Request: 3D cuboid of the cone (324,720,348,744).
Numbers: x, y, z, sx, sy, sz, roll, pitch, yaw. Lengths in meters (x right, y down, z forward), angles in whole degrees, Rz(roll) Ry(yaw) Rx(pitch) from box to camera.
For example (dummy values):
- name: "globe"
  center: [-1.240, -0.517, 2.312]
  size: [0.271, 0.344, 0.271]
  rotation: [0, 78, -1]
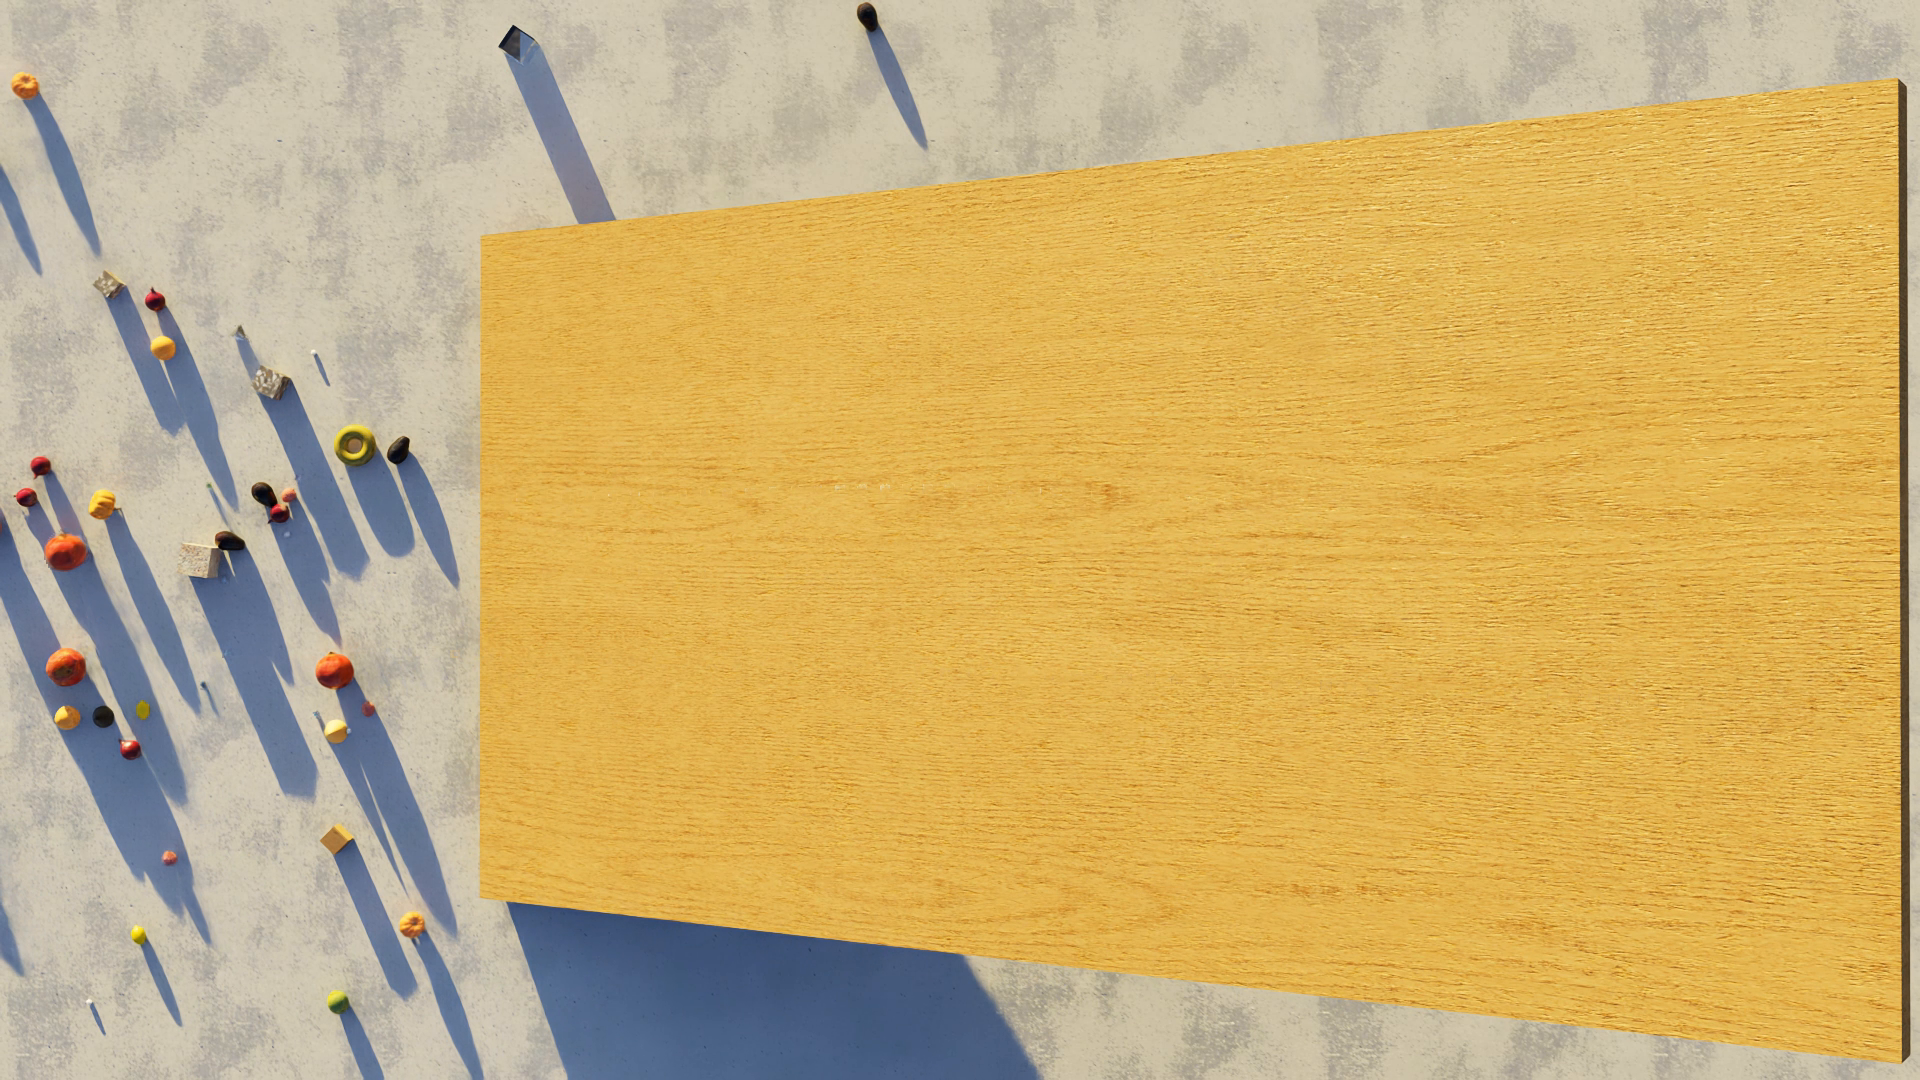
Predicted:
- name: "cone"
  center: [-1.906, 0.585, 6.682]
  size: [0.072, 0.072, 0.072]
  rotation: [0, 90, 0]

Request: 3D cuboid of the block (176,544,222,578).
- name: "block"
  center: [-2.310, 0.063, 6.676]
  size: [0.093, 0.093, 0.093]
  rotation: [8, 90, 0]

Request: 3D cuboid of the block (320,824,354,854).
- name: "block"
  center: [-1.894, 0.910, 6.685]
  size: [0.062, 0.062, 0.062]
  rotation: [44, 90, 0]

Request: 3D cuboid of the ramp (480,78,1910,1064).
- name: "ramp"
  center: [0.256, 0.070, 5.591]
  size: [4.000, 0.100, 2.000]
  rotation: [0, 89, 33]

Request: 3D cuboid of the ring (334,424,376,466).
- name: "ring"
  center: [-1.844, -0.287, 6.705]
  size: [0.128, 0.043, 0.128]
  rotation: [0, 91, -1]

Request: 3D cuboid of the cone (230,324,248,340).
- name: "cone"
  center: [-2.194, -0.624, 6.717]
  size: [0.050, 0.050, 0.050]
  rotation: [-46, 118, 0]

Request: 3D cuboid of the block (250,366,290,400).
- name: "block"
  center: [-2.097, -0.478, 6.690]
  size: [0.076, 0.076, 0.076]
  rotation: [26, 90, 0]

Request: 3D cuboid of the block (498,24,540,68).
- name: "block"
  center: [-1.342, -1.504, 6.696]
  size: [0.081, 0.081, 0.081]
  rotation: [34, 90, 0]

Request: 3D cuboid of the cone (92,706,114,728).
- name: "cone"
  center: [-2.617, 0.540, 6.685]
  size: [0.067, 0.067, 0.067]
  rotation: [0, 90, 0]

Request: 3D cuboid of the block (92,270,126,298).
- name: "block"
  center: [-2.592, -0.778, 6.701]
  size: [0.058, 0.058, 0.058]
  rotation: [40, 90, 0]
